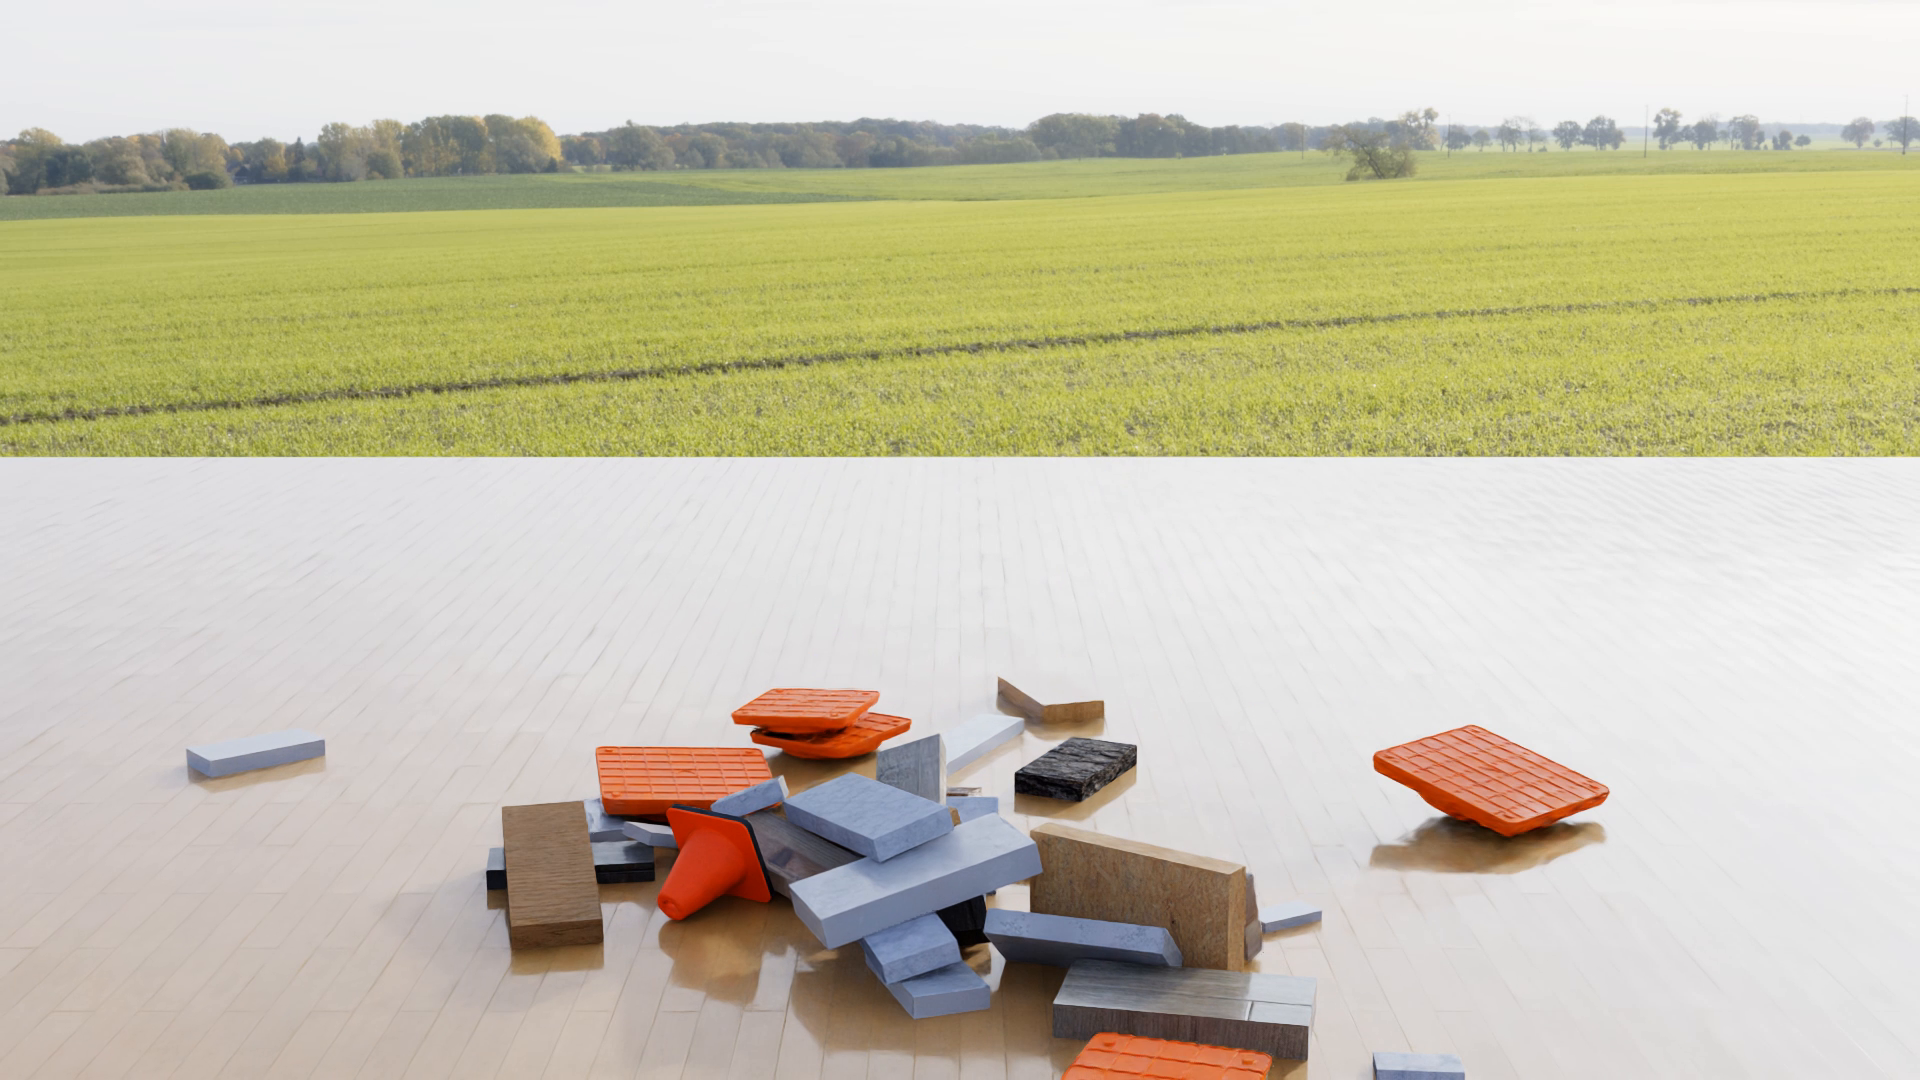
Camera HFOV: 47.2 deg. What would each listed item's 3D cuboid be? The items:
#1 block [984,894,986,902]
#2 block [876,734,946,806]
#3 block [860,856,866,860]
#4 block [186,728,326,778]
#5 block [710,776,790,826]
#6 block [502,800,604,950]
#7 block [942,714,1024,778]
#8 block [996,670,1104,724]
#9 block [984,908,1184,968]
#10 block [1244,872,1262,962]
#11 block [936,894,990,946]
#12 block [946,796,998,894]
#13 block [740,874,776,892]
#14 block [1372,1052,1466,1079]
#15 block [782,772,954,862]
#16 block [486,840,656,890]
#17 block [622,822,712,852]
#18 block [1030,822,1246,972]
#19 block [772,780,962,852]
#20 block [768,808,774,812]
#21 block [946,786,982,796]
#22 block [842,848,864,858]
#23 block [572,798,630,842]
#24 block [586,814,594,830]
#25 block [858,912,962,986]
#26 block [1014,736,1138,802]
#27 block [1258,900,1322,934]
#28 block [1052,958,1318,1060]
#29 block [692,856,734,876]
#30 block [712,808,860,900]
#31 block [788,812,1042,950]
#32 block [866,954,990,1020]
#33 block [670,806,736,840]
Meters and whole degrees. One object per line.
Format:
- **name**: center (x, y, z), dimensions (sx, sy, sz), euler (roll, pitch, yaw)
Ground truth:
- **block**: center (0.005, 0.564, 3.623), dimensions (0.076, 0.021, 0.151), euler (0, 29, 2)
- **block**: center (-0.087, 0.436, 3.886), dimensions (0.121, 0.034, 0.241), euler (-18, 25, 8)
- **block**: center (-0.219, 0.553, 3.744), dimensions (0.190, 0.023, 0.081), euler (3, 2, 1)
- **block**: center (-1.423, 0.428, 4.446), dimensions (0.239, 0.034, 0.120), euler (-9, 14, -40)
- **block**: center (-0.368, 0.457, 3.874), dimensions (0.124, 0.035, 0.247), euler (-20, -3, -4)
- **block**: center (-0.679, 0.547, 3.640), dimensions (0.141, 0.040, 0.459), euler (-3, 18, -13)
- **block**: center (0.007, 0.420, 4.509), dimensions (0.099, 0.028, 0.393), euler (5, 12, 25)
- **block**: center (0.198, 0.346, 4.875), dimensions (0.141, 0.040, 0.283), euler (-4, 11, -19)
- **block**: center (0.185, 0.603, 3.280), dimensions (0.273, 0.039, 0.136), euler (3, -27, 19)
- **block**: center (0.340, 0.560, 3.442), dimensions (0.273, 0.136, 0.039), euler (9, 28, 40)
- **block**: center (-0.029, 0.551, 3.503), dimensions (0.116, 0.033, 0.232), euler (-5, 37, -9)
- **block**: center (0.004, 0.521, 3.768), dimensions (0.121, 0.034, 0.241), euler (0, 27, 2)
- **block**: center (-0.304, 0.574, 3.709), dimensions (0.121, 0.017, 0.060), euler (4, 11, 21)
- **block**: center (0.618, 0.712, 2.967), dimensions (0.116, 0.016, 0.058), euler (1, 11, 5)
- **block**: center (-0.157, 0.452, 3.620), dimensions (0.136, 0.039, 0.385), euler (-21, 12, -24)
- **block**: center (-0.665, 0.555, 3.764), dimensions (0.279, 0.034, 0.120), euler (-2, 11, -9)
- **block**: center (-0.499, 0.521, 3.848), dimensions (0.163, 0.023, 0.081), euler (14, -2, -42)
- **block**: center (0.268, 0.556, 3.369), dimensions (0.355, 0.177, 0.050), euler (8, 13, 35)
- **block**: center (-0.168, 0.480, 3.761), dimensions (0.350, 0.035, 0.124), euler (5, 29, 43)
- **block**: center (-0.258, 0.513, 3.919), dimensions (0.171, 0.024, 0.085), euler (0, 35, -1)
- **block**: center (-0.009, 0.479, 4.118), dimensions (0.074, 0.021, 0.148), euler (0, -2, 11)
- **block**: center (-0.210, 0.523, 3.763), dimensions (0.121, 0.017, 0.060), euler (6, 21, 44)
- **block**: center (-0.671, 0.514, 4.000), dimensions (0.099, 0.028, 0.198), euler (-4, 11, -20)
- **block**: center (-0.715, 0.518, 3.899), dimensions (0.120, 0.017, 0.060), euler (-15, 16, 9)
- **block**: center (-0.087, 0.595, 3.314), dimensions (0.116, 0.033, 0.232), euler (-16, 14, -13)
- **block**: center (0.230, 0.449, 4.321), dimensions (0.141, 0.040, 0.283), euler (5, 12, 26)
- **block**: center (0.519, 0.606, 3.540), dimensions (0.116, 0.016, 0.058), euler (-6, 12, -30)
- **block**: center (0.323, 0.665, 3.129), dimensions (0.355, 0.050, 0.177), euler (2, 11, 13)
- **block**: center (-0.368, 0.538, 3.766), dimensions (0.163, 0.023, 0.081), euler (-16, 1, -32)
- **block**: center (-0.284, 0.534, 3.673), dimensions (0.247, 0.035, 0.124), euler (22, 33, 34)
- **block**: center (-0.070, 0.524, 3.404), dimensions (0.355, 0.050, 0.177), euler (-17, 14, -17)
- **block**: center (-0.051, 0.647, 3.273), dimensions (0.116, 0.033, 0.232), euler (-4, 11, -20)
- **block**: center (-0.426, 0.512, 3.895), dimensions (0.099, 0.028, 0.198), euler (17, -3, -34)
